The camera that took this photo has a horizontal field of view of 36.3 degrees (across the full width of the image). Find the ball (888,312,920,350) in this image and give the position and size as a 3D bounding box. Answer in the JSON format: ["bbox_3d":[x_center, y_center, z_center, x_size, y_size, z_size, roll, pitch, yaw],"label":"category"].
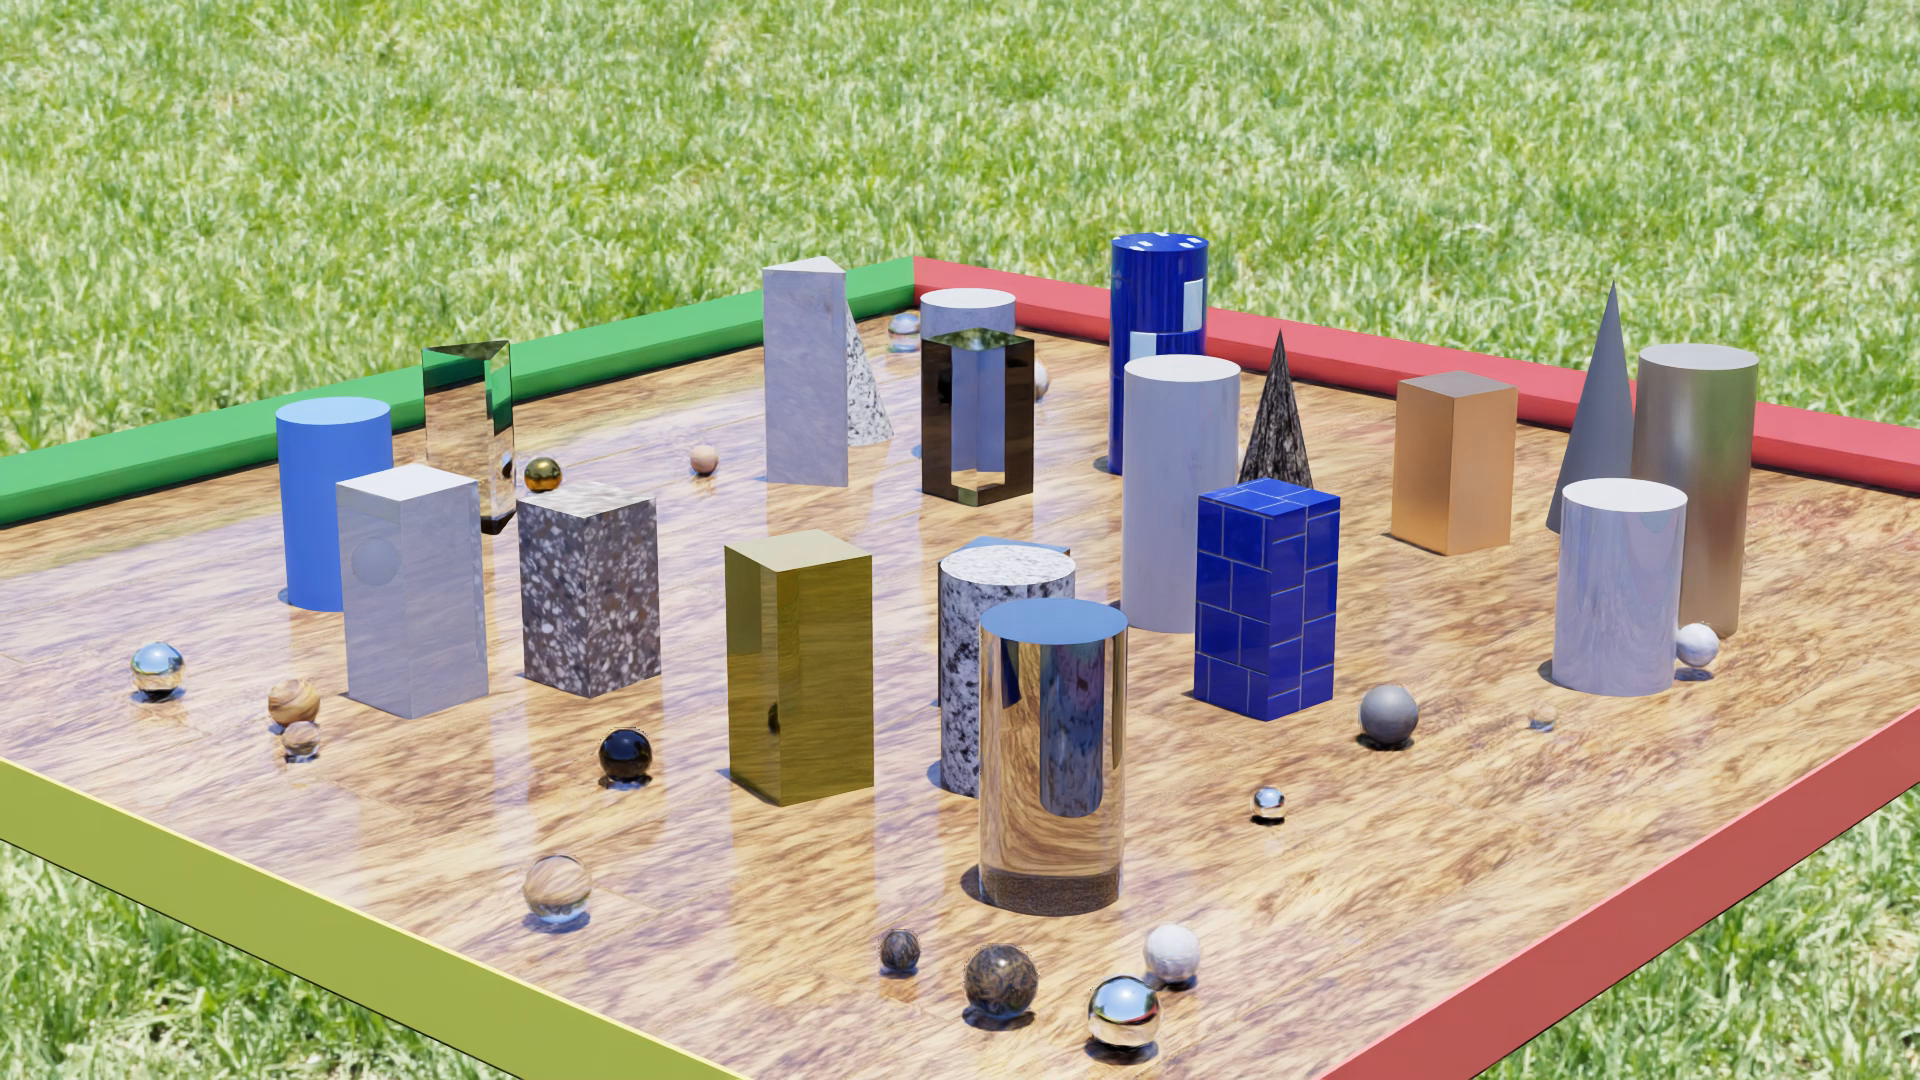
[{"bbox_3d":[-0.128,-0.492,6.924,0.088,0.088,0.088,0,17,0],"label":"ball"}]

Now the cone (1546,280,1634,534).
[{"bbox_3d":[1.203,-0.254,5.460,0.193,0.478,0.193,0,17,0],"label":"cone"}]

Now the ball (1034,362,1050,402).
[{"bbox_3d":[0.148,-0.346,6.426,0.097,0.097,0.097,0,17,0],"label":"ball"}]

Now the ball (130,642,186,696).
[{"bbox_3d":[-1.265,0.204,4.622,0.086,0.086,0.086,0,17,0],"label":"ball"}]

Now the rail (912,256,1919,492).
[{"bbox_3d":[1.111,-0.338,6.345,3.298,0.126,0.045,14,22,39],"label":"rail"}]

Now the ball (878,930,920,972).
[{"bbox_3d":[-0.075,0.513,3.655,0.052,0.052,0.052,0,17,0],"label":"ball"}]

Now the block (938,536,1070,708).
[{"bbox_3d":[0.069,0.137,4.579,0.155,0.239,0.155,8,19,25],"label":"block"}]

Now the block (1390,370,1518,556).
[{"bbox_3d":[0.910,-0.143,5.403,0.155,0.298,0.155,-11,20,-31],"label":"block"}]

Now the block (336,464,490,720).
[{"bbox_3d":[-0.854,0.078,4.577,0.155,0.352,0.155,14,22,39],"label":"block"}]

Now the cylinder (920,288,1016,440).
[{"bbox_3d":[0.016,-0.335,5.993,0.193,0.326,0.193,0,17,0],"label":"cylinder"}]

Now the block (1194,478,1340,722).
[{"bbox_3d":[0.478,0.090,4.572,0.155,0.331,0.155,-15,22,-40],"label":"block"}]

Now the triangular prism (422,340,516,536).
[{"bbox_3d":[-0.895,-0.200,5.529,0.167,0.335,0.145,11,20,33],"label":"triangular prism"}]

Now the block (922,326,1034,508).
[{"bbox_3d":[0.035,-0.241,5.712,0.155,0.308,0.155,-15,23,-41],"label":"block"}]

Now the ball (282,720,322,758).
[{"bbox_3d":[-0.980,0.297,4.363,0.057,0.057,0.057,0,17,0],"label":"ball"}]

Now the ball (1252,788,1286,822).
[{"bbox_3d":[0.436,0.372,4.129,0.048,0.048,0.048,0,17,0],"label":"ball"}]

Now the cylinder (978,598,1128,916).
[{"bbox_3d":[0.122,0.284,3.857,0.193,0.375,0.193,0,17,0],"label":"cylinder"}]

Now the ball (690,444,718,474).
[{"bbox_3d":[-0.513,-0.163,5.882,0.059,0.059,0.059,0,17,0],"label":"ball"}]

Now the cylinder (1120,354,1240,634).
[{"bbox_3d":[0.371,-0.079,4.953,0.193,0.436,0.193,0,17,0],"label":"cylinder"}]

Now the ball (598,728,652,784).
[{"bbox_3d":[-0.486,0.314,4.268,0.079,0.079,0.079,0,17,0],"label":"ball"}]

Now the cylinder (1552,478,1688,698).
[{"bbox_3d":[1.049,0.074,4.673,0.193,0.304,0.193,0,17,0],"label":"cylinder"}]

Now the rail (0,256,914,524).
[{"bbox_3d":[-1.227,-0.276,6.140,0.045,0.126,3.436,14,22,39],"label":"rail"}]

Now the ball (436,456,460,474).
[{"bbox_3d":[-1.020,-0.145,5.841,0.048,0.048,0.048,0,17,0],"label":"ball"}]

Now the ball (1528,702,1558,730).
[{"bbox_3d":[0.891,0.269,4.479,0.044,0.044,0.044,0,17,0],"label":"ball"}]

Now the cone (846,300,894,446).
[{"bbox_3d":[-0.236,-0.363,6.143,0.193,0.292,0.193,0,17,0],"label":"cone"}]

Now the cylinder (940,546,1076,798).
[{"bbox_3d":[0.069,0.191,4.247,0.193,0.326,0.193,0,17,0],"label":"cylinder"}]

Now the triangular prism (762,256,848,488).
[{"bbox_3d":[-0.287,-0.337,5.815,0.167,0.431,0.145,4,17,13],"label":"triangular prism"}]

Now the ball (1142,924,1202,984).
[{"bbox_3d":[0.262,0.511,3.625,0.073,0.073,0.073,0,17,0],"label":"ball"}]

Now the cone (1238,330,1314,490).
[{"bbox_3d":[0.577,-0.185,5.344,0.193,0.414,0.193,0,17,0],"label":"cone"}]

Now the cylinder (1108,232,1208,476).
[{"bbox_3d":[0.396,-0.368,5.867,0.193,0.462,0.193,0,17,0],"label":"cylinder"}]

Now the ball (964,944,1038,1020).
[{"bbox_3d":[0.049,0.532,3.528,0.089,0.089,0.089,0,17,0],"label":"ball"}]

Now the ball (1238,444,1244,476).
[{"bbox_3d":[0.519,-0.159,5.814,0.092,0.092,0.092,0,17,0],"label":"ball"}]

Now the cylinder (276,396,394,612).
[{"bbox_3d":[-1.076,-0.063,5.080,0.193,0.332,0.193,0,17,0],"label":"cylinder"}]

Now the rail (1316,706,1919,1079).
[{"bbox_3d":[1.227,0.339,4.100,0.045,0.126,3.436,14,22,39],"label":"rail"}]

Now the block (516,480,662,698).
[{"bbox_3d":[-0.590,0.077,4.677,0.155,0.297,0.155,14,22,39],"label":"block"}]

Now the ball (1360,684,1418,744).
[{"bbox_3d":[0.647,0.262,4.422,0.089,0.089,0.089,0,17,0],"label":"ball"}]

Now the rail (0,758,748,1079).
[{"bbox_3d":[-1.111,0.401,3.895,3.298,0.126,0.045,14,22,39],"label":"rail"}]

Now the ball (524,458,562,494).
[{"bbox_3d":[-0.815,-0.125,5.730,0.074,0.074,0.074,0,17,0],"label":"ball"}]

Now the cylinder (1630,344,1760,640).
[{"bbox_3d":[1.219,-0.080,4.905,0.193,0.466,0.193,0,17,0],"label":"cylinder"}]

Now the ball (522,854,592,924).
[{"bbox_3d":[-0.521,0.452,3.794,0.089,0.089,0.089,0,17,0],"label":"ball"}]

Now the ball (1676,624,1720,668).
[{"bbox_3d":[1.182,0.169,4.709,0.071,0.071,0.071,0,17,0],"label":"ball"}]

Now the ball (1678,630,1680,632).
[{"bbox_3d":[1.170,0.159,4.843,0.043,0.043,0.043,0,17,0],"label":"ball"}]

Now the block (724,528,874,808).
[{"bbox_3d":[-0.231,0.182,4.232,0.155,0.352,0.155,-10,20,-31],"label":"block"}]

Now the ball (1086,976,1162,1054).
[{"bbox_3d":[0.193,0.557,3.444,0.090,0.090,0.090,0,17,0],"label":"ball"}]

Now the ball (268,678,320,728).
[{"bbox_3d":[-1.018,0.249,4.482,0.079,0.079,0.079,0,17,0],"label":"ball"}]
